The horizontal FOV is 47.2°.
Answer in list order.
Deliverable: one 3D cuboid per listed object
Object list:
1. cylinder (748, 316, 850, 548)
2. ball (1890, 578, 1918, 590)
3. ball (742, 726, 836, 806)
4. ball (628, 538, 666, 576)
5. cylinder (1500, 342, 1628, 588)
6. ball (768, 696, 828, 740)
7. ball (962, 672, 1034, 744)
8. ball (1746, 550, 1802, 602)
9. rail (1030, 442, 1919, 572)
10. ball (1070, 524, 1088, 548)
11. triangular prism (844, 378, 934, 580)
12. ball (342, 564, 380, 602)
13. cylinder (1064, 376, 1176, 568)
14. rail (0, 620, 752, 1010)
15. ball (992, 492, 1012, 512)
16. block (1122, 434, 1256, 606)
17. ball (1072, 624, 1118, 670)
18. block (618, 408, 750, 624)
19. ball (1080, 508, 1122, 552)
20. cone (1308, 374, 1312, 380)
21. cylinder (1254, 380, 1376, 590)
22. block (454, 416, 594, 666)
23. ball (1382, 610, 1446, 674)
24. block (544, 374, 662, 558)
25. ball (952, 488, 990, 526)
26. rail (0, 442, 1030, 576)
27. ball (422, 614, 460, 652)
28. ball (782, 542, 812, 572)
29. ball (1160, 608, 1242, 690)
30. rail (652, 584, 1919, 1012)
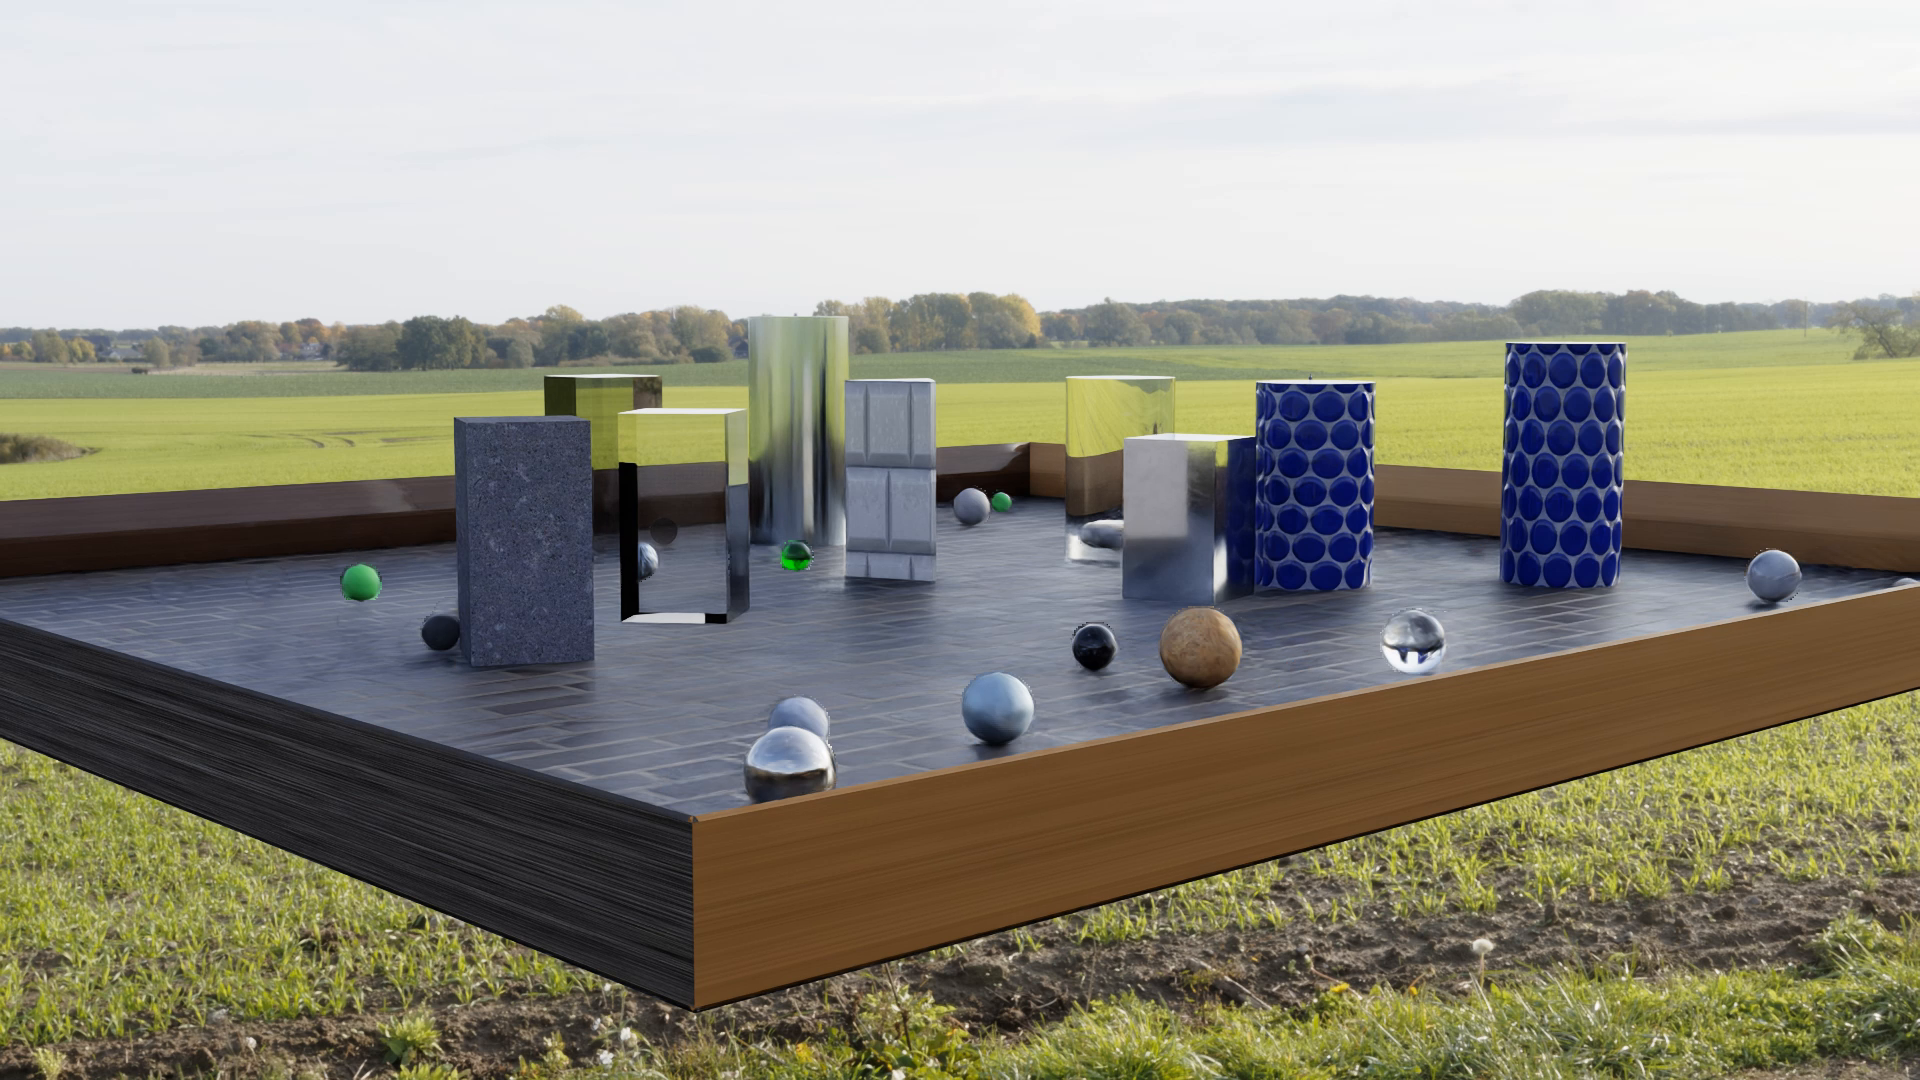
[{"bbox_3d":[-0.306,-0.210,4.186,0.192,0.430,0.192,0,6,0],"label":"cylinder"},{"bbox_3d":[1.401,0.080,3.255,0.047,0.047,0.047,0,6,0],"label":"ball"},{"bbox_3d":[-0.149,0.204,1.923,0.081,0.081,0.081,0,6,0],"label":"ball"},{"bbox_3d":[-0.522,0.029,3.677,0.062,0.062,0.062,0,6,0],"label":"ball"},{"bbox_3d":[0.985,-0.127,3.595,0.192,0.389,0.192,0,6,0],"label":"cylinder"},{"bbox_3d":[-0.161,0.186,2.191,0.060,0.060,0.060,0,6,0],"label":"ball"},{"bbox_3d":[0.039,0.173,2.255,0.073,0.073,0.073,0,6,0],"label":"ball"},{"bbox_3d":[1.239,0.055,3.349,0.079,0.079,0.079,0,6,0],"label":"ball"},{"bbox_3d":[1.048,-0.069,4.294,0.045,0.125,2.647,-6,8,-42],"label":"rail"},{"bbox_3d":[0.230,-0.008,4.104,0.046,0.046,0.046,0,6,0],"label":"ball"},{"bbox_3d":[-0.086,-0.106,3.692,0.166,0.326,0.144,3,7,25],"label":"triangular prism"},{"bbox_3d":[-0.914,0.066,3.353,0.056,0.056,0.056,0,6,0],"label":"ball"},{"bbox_3d":[0.281,-0.123,3.862,0.192,0.325,0.192,0,6,0],"label":"cylinder"},{"bbox_3d":[-1.048,0.134,2.370,0.045,0.125,2.647,-6,8,-42],"label":"rail"},{"bbox_3d":[0.091,-0.082,4.818,0.044,0.044,0.044,0,6,0],"label":"ball"},{"bbox_3d":[0.356,-0.036,3.404,0.153,0.247,0.153,4,7,31],"label":"block"},{"bbox_3d":[0.167,0.132,2.719,0.056,0.056,0.056,0,6,0],"label":"ball"},{"bbox_3d":[-0.398,-0.038,3.187,0.153,0.297,0.153,1,6,7],"label":"block"},{"bbox_3d":[0.261,-0.017,4.024,0.081,0.081,0.081,0,6,0],"label":"ball"},{"bbox_3d":[0.603,-0.121,3.799,0.192,0.335,0.192,0,6,0],"label":"cone"},{"bbox_3d":[0.574,-0.093,3.568,0.192,0.327,0.192,0,6,0],"label":"cylinder"},{"bbox_3d":[-0.561,-0.004,2.826,0.153,0.304,0.153,-2,6,-18],"label":"block"},{"bbox_3d":[0.555,0.125,2.685,0.078,0.078,0.078,0,6,0],"label":"ball"},{"bbox_3d":[-0.653,-0.141,4.041,0.153,0.322,0.153,-6,8,-44],"label":"block"},{"bbox_3d":[0.023,-0.069,4.534,0.076,0.076,0.076,0,6,0],"label":"ball"},{"bbox_3d":[-0.881,-0.068,4.282,2.900,0.125,0.045,-6,8,-42],"label":"rail"},{"bbox_3d":[-0.677,0.121,2.867,0.048,0.048,0.048,0,6,0],"label":"ball"},{"bbox_3d":[-0.278,0.028,3.738,0.051,0.051,0.051,0,6,0],"label":"ball"},{"bbox_3d":[0.283,0.127,2.580,0.096,0.096,0.096,0,6,0],"label":"ball"},{"bbox_3d":[0.881,0.132,2.382,2.900,0.125,0.045,-6,8,-42],"label":"rail"}]
